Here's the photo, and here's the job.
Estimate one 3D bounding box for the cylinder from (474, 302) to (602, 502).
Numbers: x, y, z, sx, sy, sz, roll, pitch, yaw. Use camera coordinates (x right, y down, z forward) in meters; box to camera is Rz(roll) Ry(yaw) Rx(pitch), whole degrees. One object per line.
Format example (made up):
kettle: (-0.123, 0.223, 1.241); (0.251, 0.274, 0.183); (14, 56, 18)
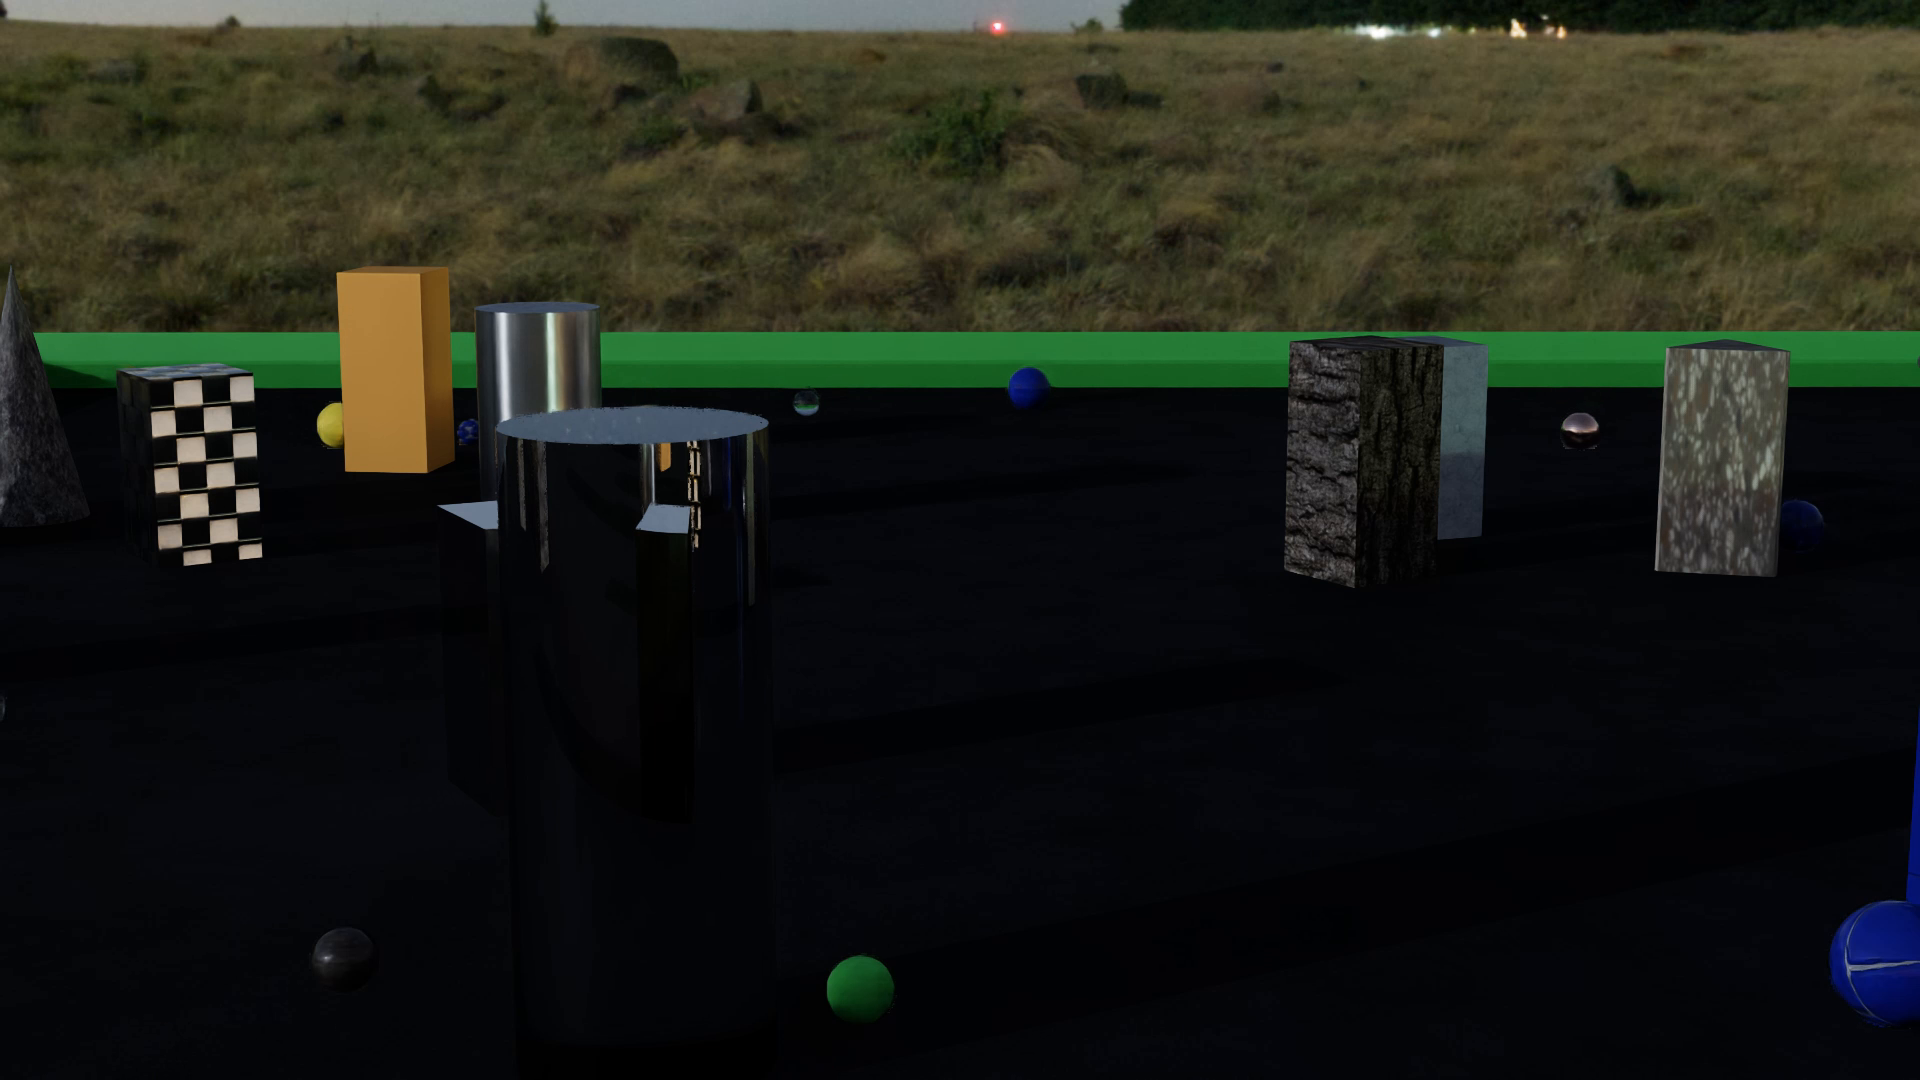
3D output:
cylinder: (-0.655, -0.187, 4.006); (0.192, 0.354, 0.192); (0, 11, 0)

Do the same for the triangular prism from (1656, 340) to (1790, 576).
triangular prism: (1.112, -0.124, 3.746); (0.166, 0.325, 0.144); (3, 11, 16)

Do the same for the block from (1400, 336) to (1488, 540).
block: (0.713, -0.161, 4.015); (0.154, 0.299, 0.154); (-4, 11, -22)

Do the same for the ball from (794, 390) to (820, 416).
ball: (-0.320, -0.285, 5.351); (0.055, 0.055, 0.055); (0, 11, 0)

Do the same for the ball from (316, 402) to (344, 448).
ball: (-1.184, -0.219, 4.901); (0.089, 0.089, 0.089); (0, 11, 0)

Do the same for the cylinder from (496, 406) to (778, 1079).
cylinder: (-0.231, 0.151, 1.858); (0.192, 0.474, 0.192); (0, 11, 0)

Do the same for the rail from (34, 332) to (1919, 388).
rail: (-0.014, -0.405, 5.799); (4.441, 0.125, 0.045); (0, 11, 0)

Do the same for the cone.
cone: (-1.516, -0.240, 4.135); (0.192, 0.411, 0.192); (0, 11, 0)

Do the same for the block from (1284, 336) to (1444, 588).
block: (0.578, -0.116, 3.680); (0.154, 0.334, 0.154); (-7, 12, -32)

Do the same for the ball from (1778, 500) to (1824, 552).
ball: (1.263, -0.022, 3.871); (0.078, 0.078, 0.078); (0, 11, 0)

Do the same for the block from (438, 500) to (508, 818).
block: (-0.424, 0.112, 2.587); (0.154, 0.286, 0.154); (-6, 12, -28)

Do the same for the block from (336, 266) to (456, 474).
block: (-1.024, -0.312, 4.667); (0.154, 0.358, 0.154); (1, 11, 8)

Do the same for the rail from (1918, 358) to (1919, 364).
rail: (2.197, 0.030, 3.462); (0.045, 0.125, 4.828); (0, 11, 0)

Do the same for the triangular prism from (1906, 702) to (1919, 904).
triangular prism: (0.910, 0.149, 2.126); (0.144, 0.381, 0.166); (-7, 13, -35)

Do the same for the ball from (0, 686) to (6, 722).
ball: (-1.077, 0.178, 2.763); (0.091, 0.091, 0.091); (0, 11, 0)

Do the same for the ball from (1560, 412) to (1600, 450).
ball: (1.181, -0.207, 4.886); (0.072, 0.072, 0.072); (0, 11, 0)

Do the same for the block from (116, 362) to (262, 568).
block: (-1.149, -0.114, 3.825); (0.154, 0.277, 0.154); (-7, 13, -35)

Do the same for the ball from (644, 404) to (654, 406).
ball: (-0.622, -0.245, 5.140); (0.054, 0.054, 0.054); (0, 11, 0)

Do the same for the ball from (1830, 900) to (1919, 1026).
ball: (0.716, 0.324, 1.965); (0.096, 0.096, 0.096); (0, 11, 0)

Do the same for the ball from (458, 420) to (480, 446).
ball: (-0.941, -0.207, 4.938); (0.052, 0.052, 0.052); (0, 11, 0)

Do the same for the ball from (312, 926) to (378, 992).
ball: (-0.489, 0.333, 2.037); (0.051, 0.051, 0.051); (0, 11, 0)

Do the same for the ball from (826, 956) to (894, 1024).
ball: (-0.076, 0.345, 1.969); (0.053, 0.053, 0.053); (0, 11, 0)

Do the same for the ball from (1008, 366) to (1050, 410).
ball: (0.147, -0.324, 5.459); (0.091, 0.091, 0.091); (0, 11, 0)
